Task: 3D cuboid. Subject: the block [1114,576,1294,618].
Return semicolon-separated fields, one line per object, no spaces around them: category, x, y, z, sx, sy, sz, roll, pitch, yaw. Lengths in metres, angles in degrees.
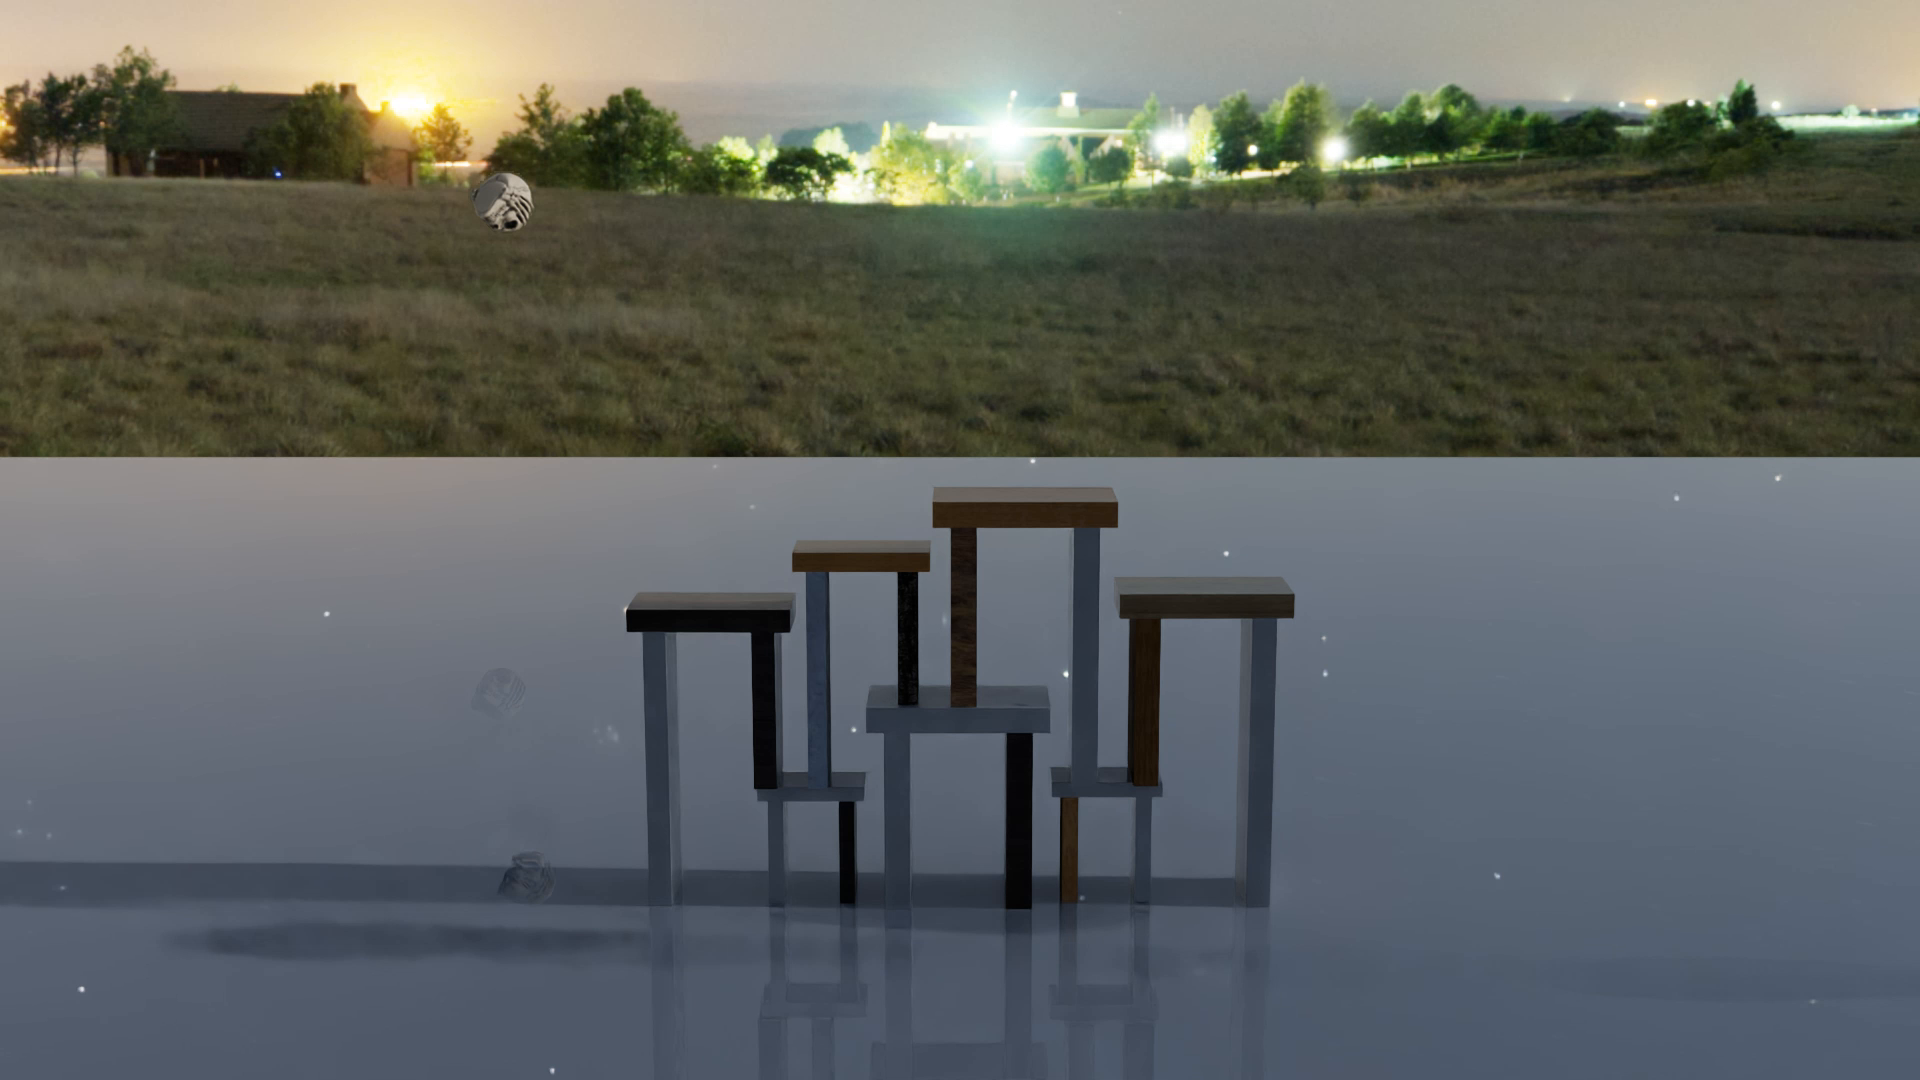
block;0.395;0.093;3.582;0.279;0.040;0.139;0;11;0

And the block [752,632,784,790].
block;-0.316;0.264;3.613;0.037;0.262;0.131;0;11;0

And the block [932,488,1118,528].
block;0.104;-0.053;3.554;0.293;0.042;0.147;0;11;0

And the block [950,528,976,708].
block;0.006;0.112;3.585;0.042;0.293;0.147;0;11;0

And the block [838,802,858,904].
block;-0.185;0.505;3.650;0.025;0.175;0.087;0;11;0

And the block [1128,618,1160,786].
block;0.302;0.250;3.611;0.040;0.279;0.139;0;11;0

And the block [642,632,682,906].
block;-0.491;0.362;3.631;0.037;0.461;0.131;0;11;0

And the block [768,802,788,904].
block;-0.302;0.505;3.650;0.025;0.175;0.087;0;11;0

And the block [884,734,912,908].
block;-0.102;0.444;3.643;0.042;0.297;0.149;0;11;0

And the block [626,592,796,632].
block;-0.403;0.117;3.586;0.262;0.037;0.131;0;11;0

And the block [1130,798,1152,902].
block;0.301;0.501;3.655;0.025;0.180;0.090;0;11;0

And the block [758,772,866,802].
block;-0.244;0.407;3.632;0.175;0.025;0.087;0;11;0

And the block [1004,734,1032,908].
block;0.096;0.444;3.643;0.042;0.297;0.149;0;11;0

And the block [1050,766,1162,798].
block;0.241;0.400;3.637;0.180;0.026;0.090;0;11;0

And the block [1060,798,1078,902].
block;0.181;0.501;3.655;0.026;0.180;0.090;0;10;0

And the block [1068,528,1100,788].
block;0.201;0.177;3.597;0.042;0.427;0.147;0;11;0

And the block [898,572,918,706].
block;-0.085;0.149;3.586;0.031;0.220;0.110;0;11;0

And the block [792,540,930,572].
block;-0.158;0.026;3.563;0.220;0.031;0.110;0;11;0

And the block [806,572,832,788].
block;-0.231;0.218;3.598;0.031;0.359;0.110;0;11;0

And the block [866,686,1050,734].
block;-0.003;0.277;3.612;0.297;0.042;0.148;0;11;0

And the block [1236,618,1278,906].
block;0.488;0.351;3.630;0.040;0.485;0.140;0;11;0
